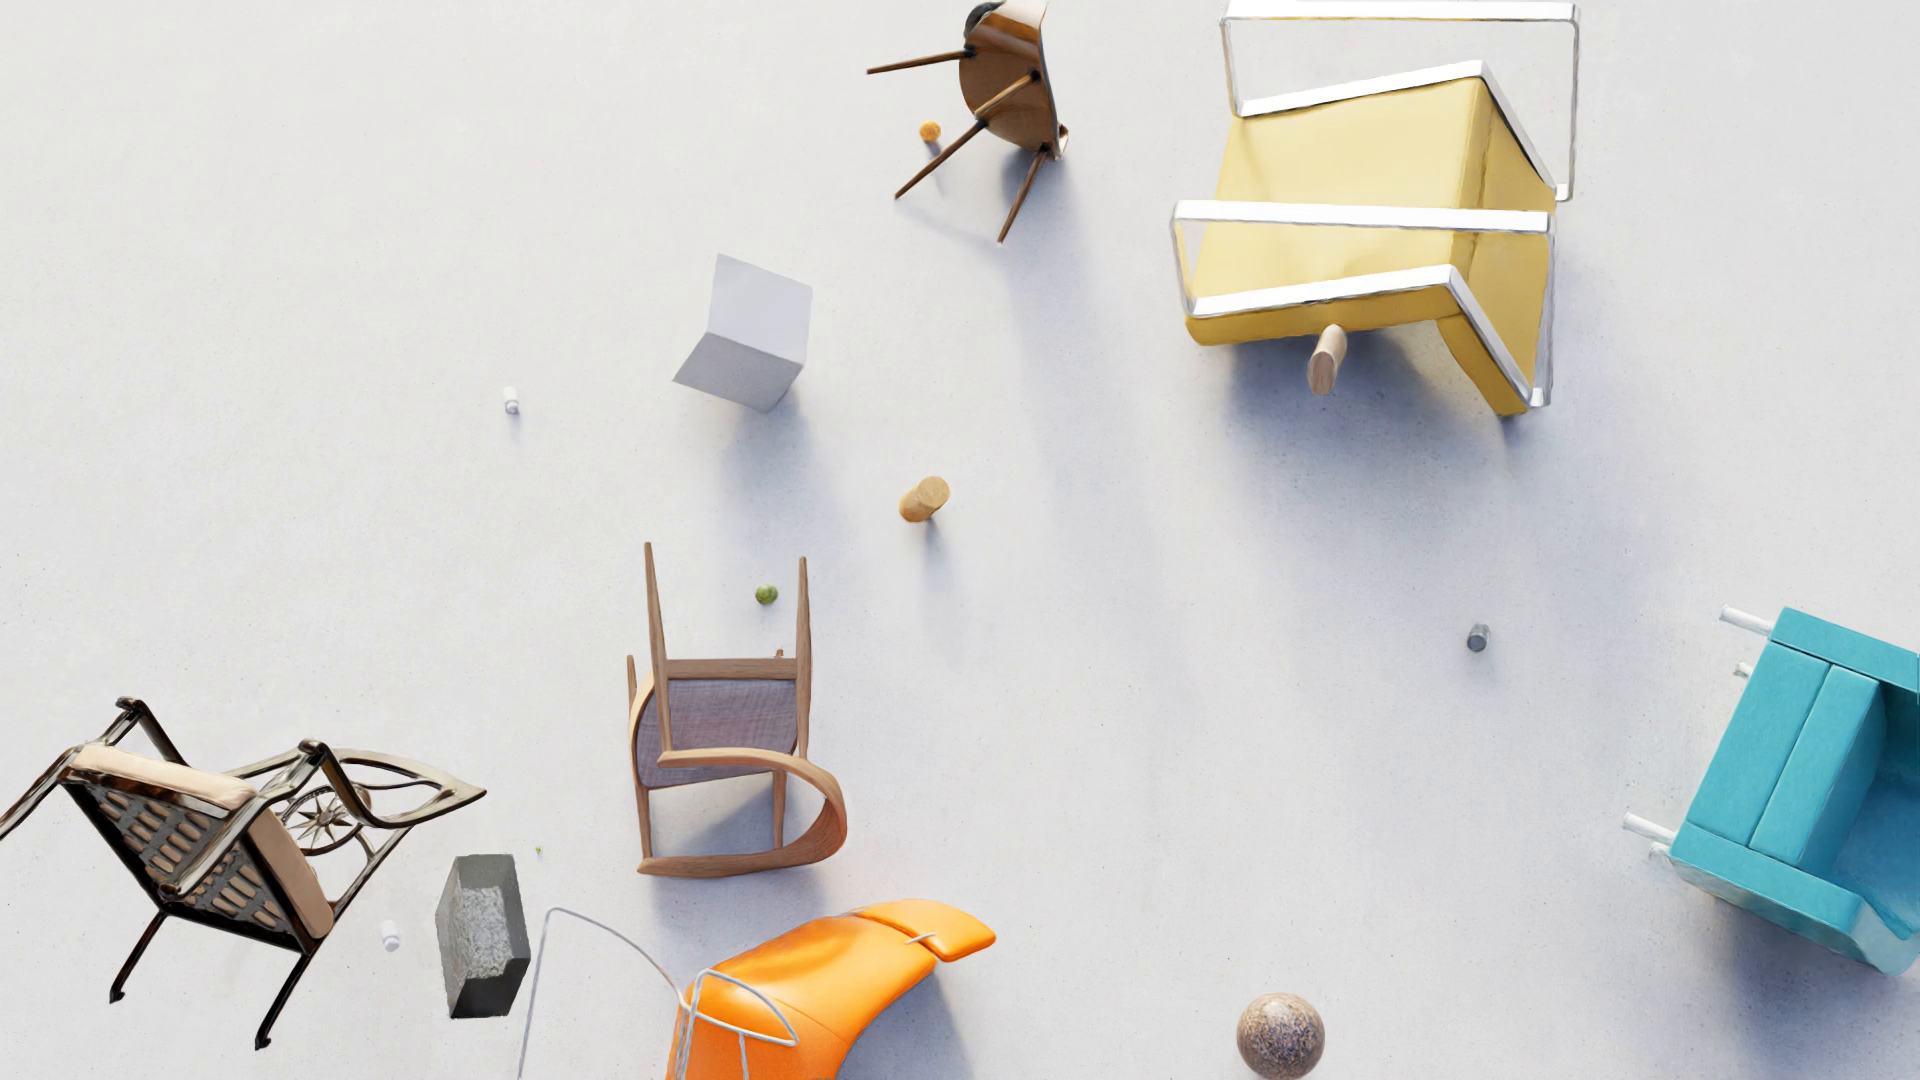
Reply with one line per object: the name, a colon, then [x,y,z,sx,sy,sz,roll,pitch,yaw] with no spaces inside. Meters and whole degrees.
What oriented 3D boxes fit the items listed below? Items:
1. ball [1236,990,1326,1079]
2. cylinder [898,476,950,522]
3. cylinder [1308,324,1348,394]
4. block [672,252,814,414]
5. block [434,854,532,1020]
ball: [0.815,1.262,5.591,0.227,0.227,0.227,0,56,0]
cylinder: [-0.106,-0.121,6.556,0.099,0.102,0.137,54,43,1]
cylinder: [1.047,-0.514,6.265,0.081,0.142,0.163,11,35,16]
block: [-0.668,-0.634,6.760,0.322,0.280,0.310,18,53,-22]
block: [-1.146,0.949,5.268,0.138,0.256,0.292,2,47,-27]
